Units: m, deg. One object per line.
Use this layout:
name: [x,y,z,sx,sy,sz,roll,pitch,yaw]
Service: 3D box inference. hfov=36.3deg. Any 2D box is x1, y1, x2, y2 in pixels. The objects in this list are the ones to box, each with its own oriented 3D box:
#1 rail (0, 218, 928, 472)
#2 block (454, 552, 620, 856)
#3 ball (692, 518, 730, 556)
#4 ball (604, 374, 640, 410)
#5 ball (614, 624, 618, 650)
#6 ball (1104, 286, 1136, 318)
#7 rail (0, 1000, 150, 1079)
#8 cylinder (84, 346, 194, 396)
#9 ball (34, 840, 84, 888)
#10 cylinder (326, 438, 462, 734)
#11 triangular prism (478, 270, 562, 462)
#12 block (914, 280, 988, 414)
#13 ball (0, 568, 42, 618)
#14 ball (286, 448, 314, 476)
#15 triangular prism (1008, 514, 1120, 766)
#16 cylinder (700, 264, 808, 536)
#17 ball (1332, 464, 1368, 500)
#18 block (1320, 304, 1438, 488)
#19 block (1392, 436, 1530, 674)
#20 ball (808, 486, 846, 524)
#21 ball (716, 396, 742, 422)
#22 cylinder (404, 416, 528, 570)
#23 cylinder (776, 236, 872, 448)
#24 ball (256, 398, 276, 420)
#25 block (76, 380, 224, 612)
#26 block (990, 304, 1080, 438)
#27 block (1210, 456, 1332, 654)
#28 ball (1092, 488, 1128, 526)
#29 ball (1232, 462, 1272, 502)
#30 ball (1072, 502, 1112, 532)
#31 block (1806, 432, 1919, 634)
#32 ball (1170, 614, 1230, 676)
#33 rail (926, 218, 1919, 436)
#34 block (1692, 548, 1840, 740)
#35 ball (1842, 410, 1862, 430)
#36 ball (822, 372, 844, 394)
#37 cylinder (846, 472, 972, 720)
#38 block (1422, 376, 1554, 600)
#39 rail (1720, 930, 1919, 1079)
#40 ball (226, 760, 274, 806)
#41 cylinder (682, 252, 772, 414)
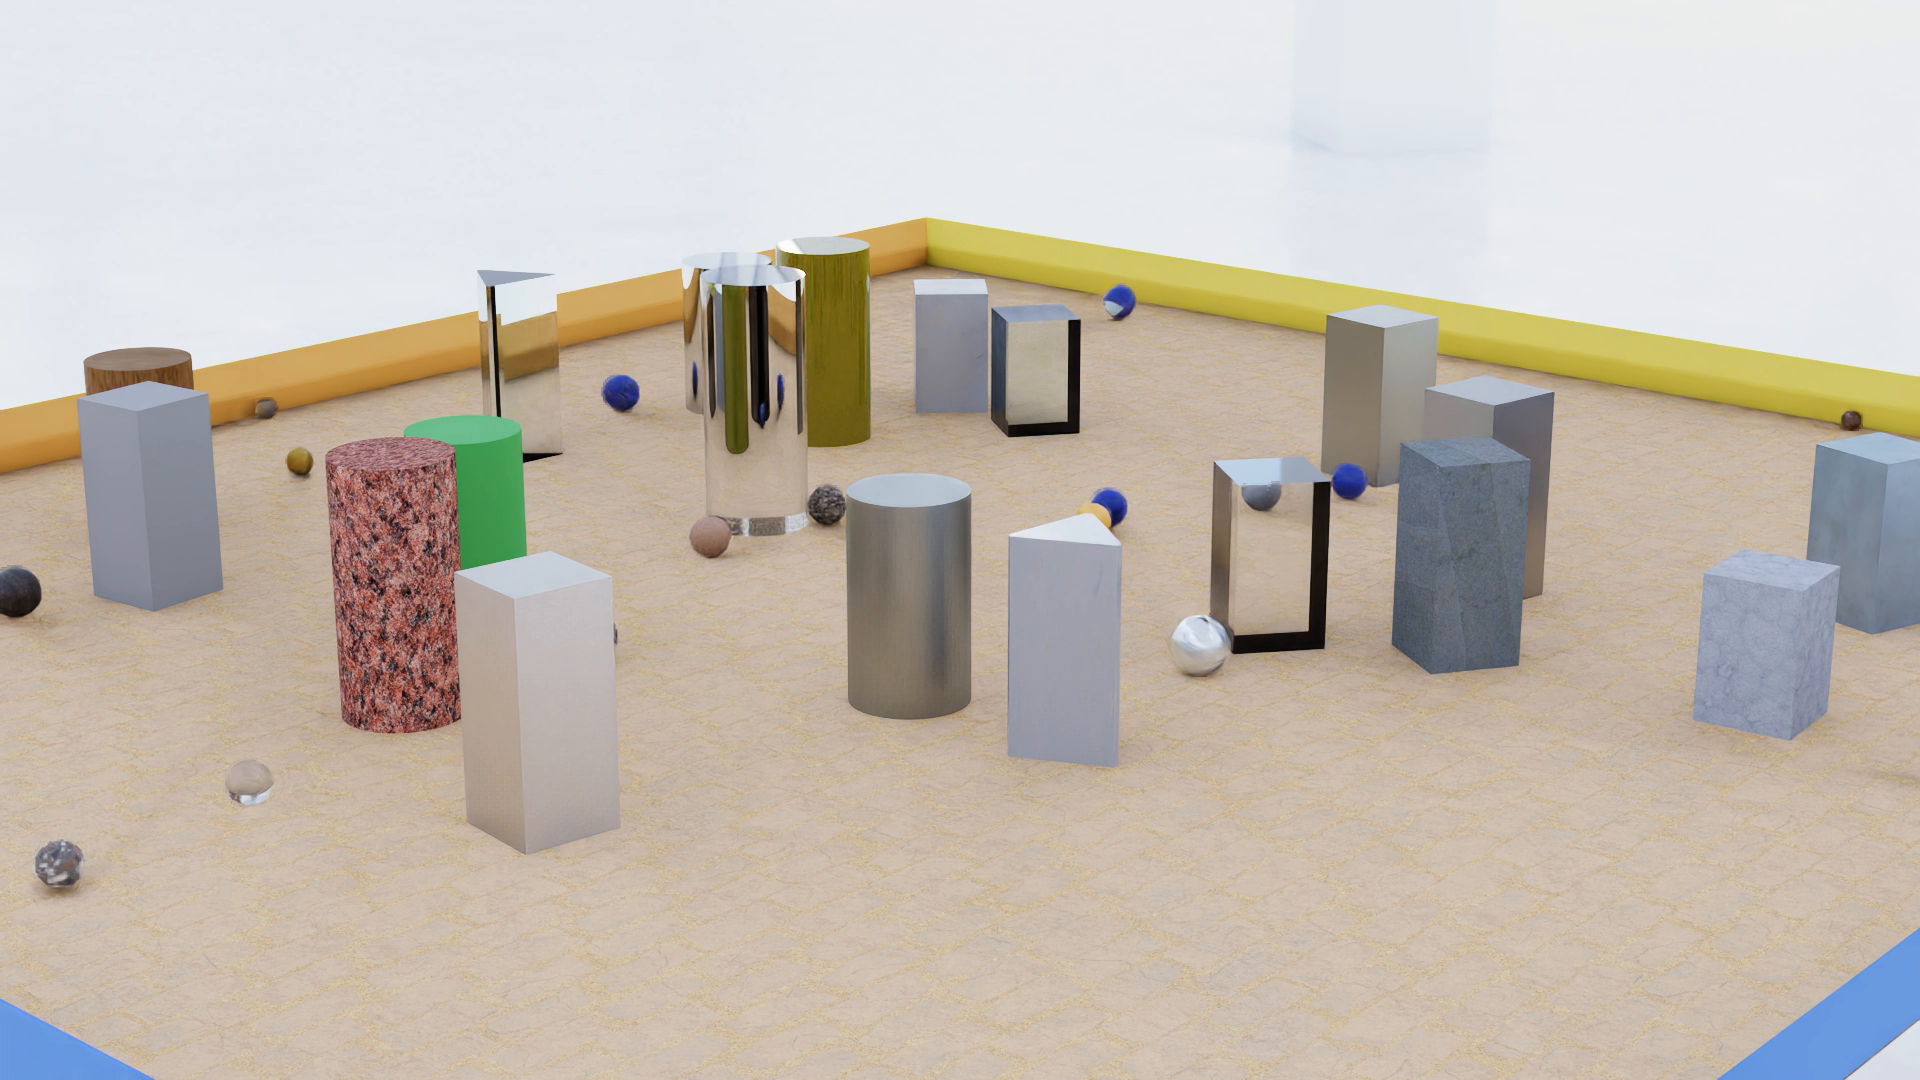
rail: [-1.473,-0.338,6.344,0.045,0.126,4.269,14,22,39]
block: [-0.585,0.224,4.067,0.156,0.369,0.156,-14,22,-38]
ball: [-0.455,-0.007,5.342,0.069,0.069,0.069,0,17,0]
ball: [-0.735,-0.321,6.375,0.078,0.078,0.078,0,17,0]
ball: [-0.603,0.158,4.764,0.093,0.093,0.093,0,17,0]
ball: [0.396,-0.590,7.268,0.079,0.079,0.079,0,17,0]
rail: [-1.384,0.492,3.594,3.948,0.126,0.045,14,22,39]
cylinder: [-1.526,-0.181,5.486,0.194,0.324,0.194,0,17,0]
ball: [-1.199,0.432,3.905,0.064,0.064,0.064,0,17,0]
cylinder: [-0.863,0.068,4.502,0.194,0.416,0.194,0,17,0]
triangular prism: [-0.929,-0.356,5.977,0.146,0.375,0.168,16,23,43]
block: [-0.021,-0.424,6.400,0.156,0.262,0.156,-1,17,-2]
ball: [-1.611,0.090,5.002,0.085,0.085,0.085,0,17,0]
ball: [-1.322,-0.158,5.874,0.055,0.055,0.055,0,17,0]
triangular prism: [0.172,0.144,4.376,0.168,0.343,0.146,5,17,16]
cylinder: [-0.384,-0.262,5.492,0.194,0.476,0.194,0,17,0]
ball: [0.758,-0.114,5.704,0.069,0.069,0.069,0,17,0]
block: [0.836,-0.288,5.844,0.156,0.323,0.156,-13,21,-37]
block: [0.813,0.023,4.770,0.156,0.347,0.156,-5,17,-15]
ball: [-0.251,-0.066,5.538,0.073,0.073,0.073,0,17,0]
ball: [-0.494,-0.282,6.286,0.055,0.055,0.055,0,17,0]
cylinder: [-0.830,-0.023,4.940,0.194,0.337,0.194,0,17,0]
cylinder: [-0.284,-0.415,6.119,0.194,0.406,0.194,0,17,0]
ball: [-1.492,-0.281,6.302,0.045,0.045,0.045,0,17,0]
block: [-1.404,-0.078,5.090,0.156,0.355,0.156,11,20,33]
block: [0.160,-0.360,6.214,0.156,0.246,0.156,-4,17,-12]
block: [0.513,0.024,4.868,0.156,0.288,0.156,-3,17,-10]
ball: [0.281,-0.061,5.525,0.071,0.071,0.071,0,17,0]
ball: [0.568,-0.112,5.685,0.077,0.077,0.077,0,17,0]
ball: [0.246,-0.034,5.442,0.074,0.074,0.074,0,17,0]
block: [1.556,-0.013,4.979,0.156,0.296,0.156,-10,19,-30]
ball: [0.385,0.169,4.719,0.097,0.097,0.097,0,17,0]
rail: [1.384,-0.429,6.646,3.948,0.126,0.045,14,22,39]
block: [1.240,0.159,4.508,0.156,0.238,0.156,12,20,34]
ball: [1.889,-0.253,6.212,0.043,0.043,0.043,0,17,0]
ball: [-0.284,-0.350,6.522,0.049,0.049,0.049,0,17,0]
cylinder: [-0.079,0.086,4.571,0.194,0.342,0.194,0,17,0]
block: [0.910,-0.083,5.090,0.156,0.365,0.156,-13,21,-37]
rail: [1.473,0.401,3.896,0.045,0.126,4.269,14,22,39]
ball: [-1.014,0.347,4.183,0.066,0.066,0.066,0,17,0]
cylinder: [-0.503,-0.449,6.377,0.194,0.323,0.194,0,17,0]
